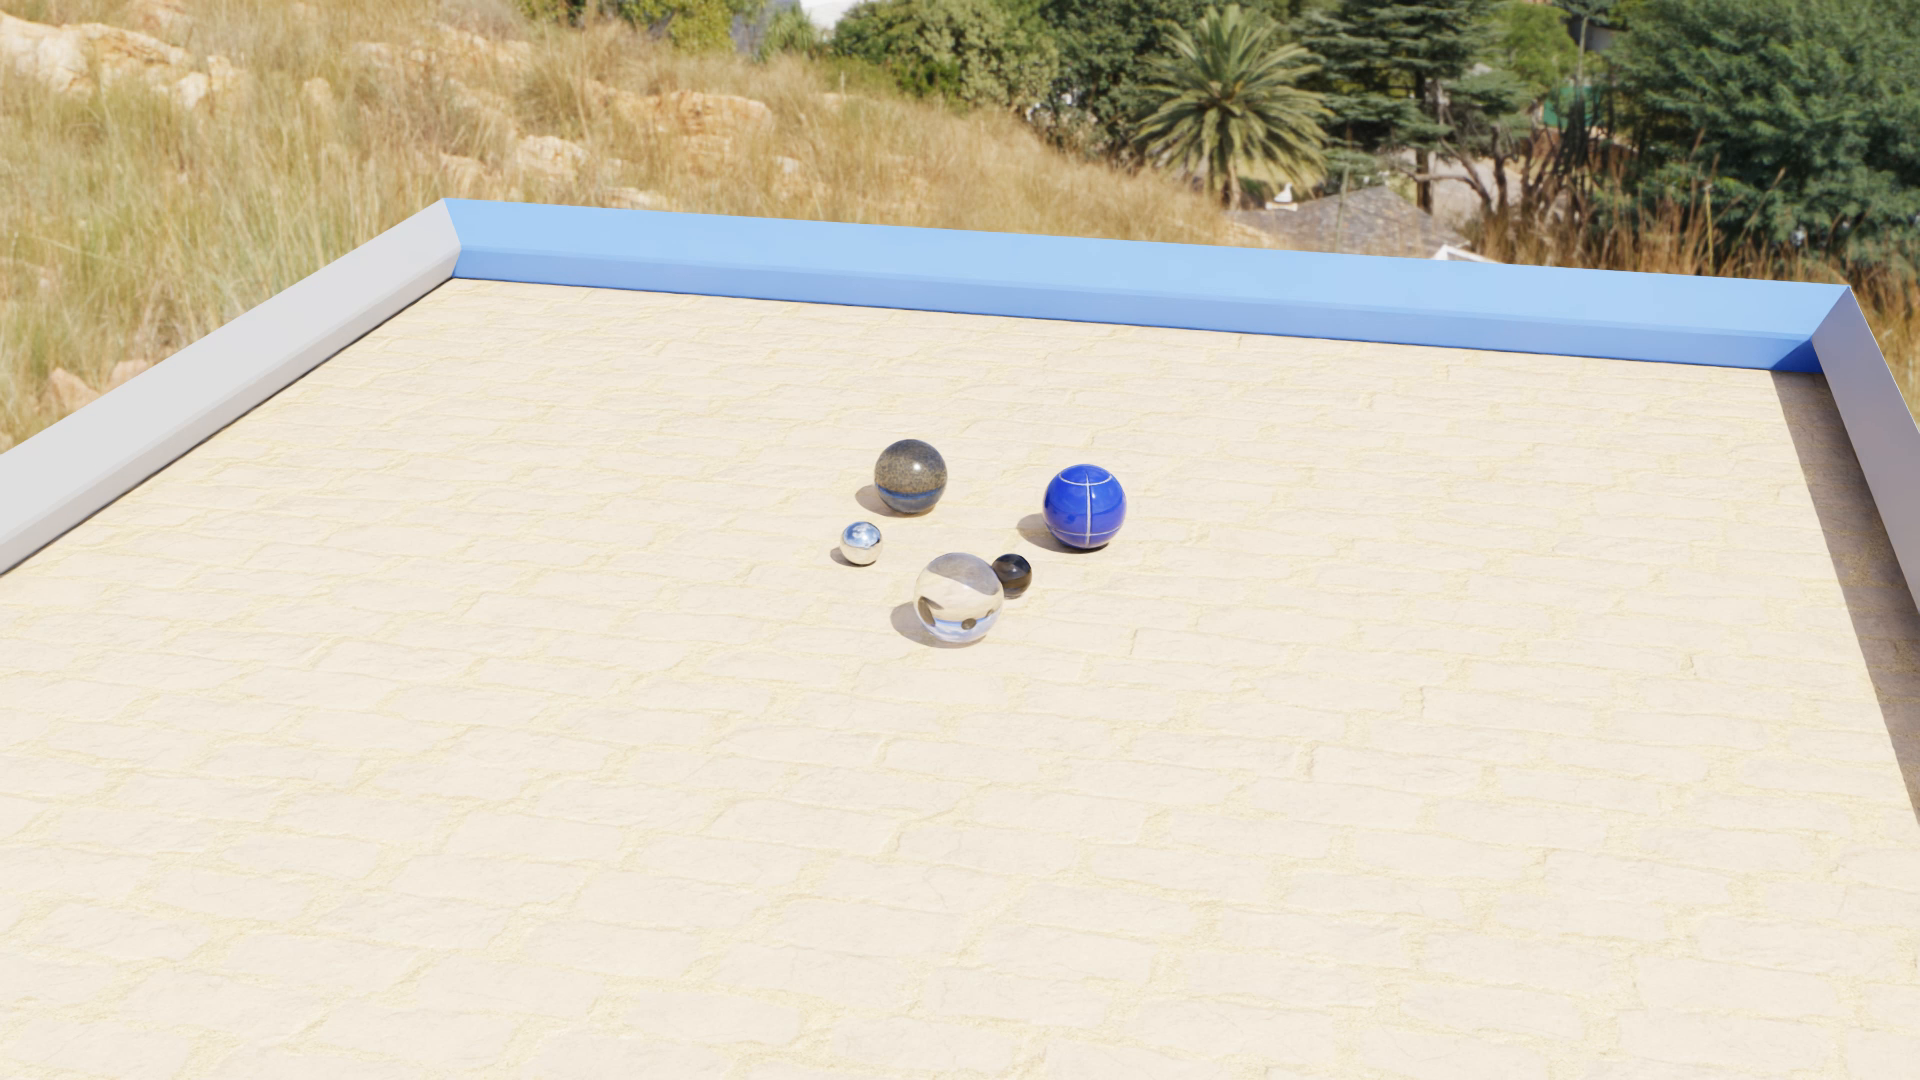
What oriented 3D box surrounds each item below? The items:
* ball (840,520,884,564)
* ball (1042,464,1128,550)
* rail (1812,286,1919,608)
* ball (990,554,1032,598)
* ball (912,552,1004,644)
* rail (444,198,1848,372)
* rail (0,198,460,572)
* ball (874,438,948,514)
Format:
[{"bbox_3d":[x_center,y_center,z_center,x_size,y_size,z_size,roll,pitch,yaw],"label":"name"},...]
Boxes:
[{"bbox_3d":[-0.110,0.003,2.446,0.049,0.049,0.049,0,24,0],"label":"ball"},{"bbox_3d":[0.140,-0.038,2.481,0.097,0.097,0.097,0,24,0],"label":"ball"},{"bbox_3d":[0.780,0.423,1.390,0.045,0.126,3.649,5,24,12],"label":"rail"},{"bbox_3d":[0.055,0.038,2.369,0.048,0.048,0.048,0,24,0],"label":"ball"},{"bbox_3d":[-0.002,0.059,2.262,0.094,0.094,0.094,0,24,0],"label":"ball"},{"bbox_3d":[0.198,-0.371,3.204,2.065,0.126,0.045,5,24,12],"label":"rail"},{"bbox_3d":[-1.187,0.242,1.802,0.045,0.126,3.649,5,24,12],"label":"rail"},{"bbox_3d":[-0.058,-0.075,2.576,0.088,0.088,0.088,0,24,0],"label":"ball"}]
